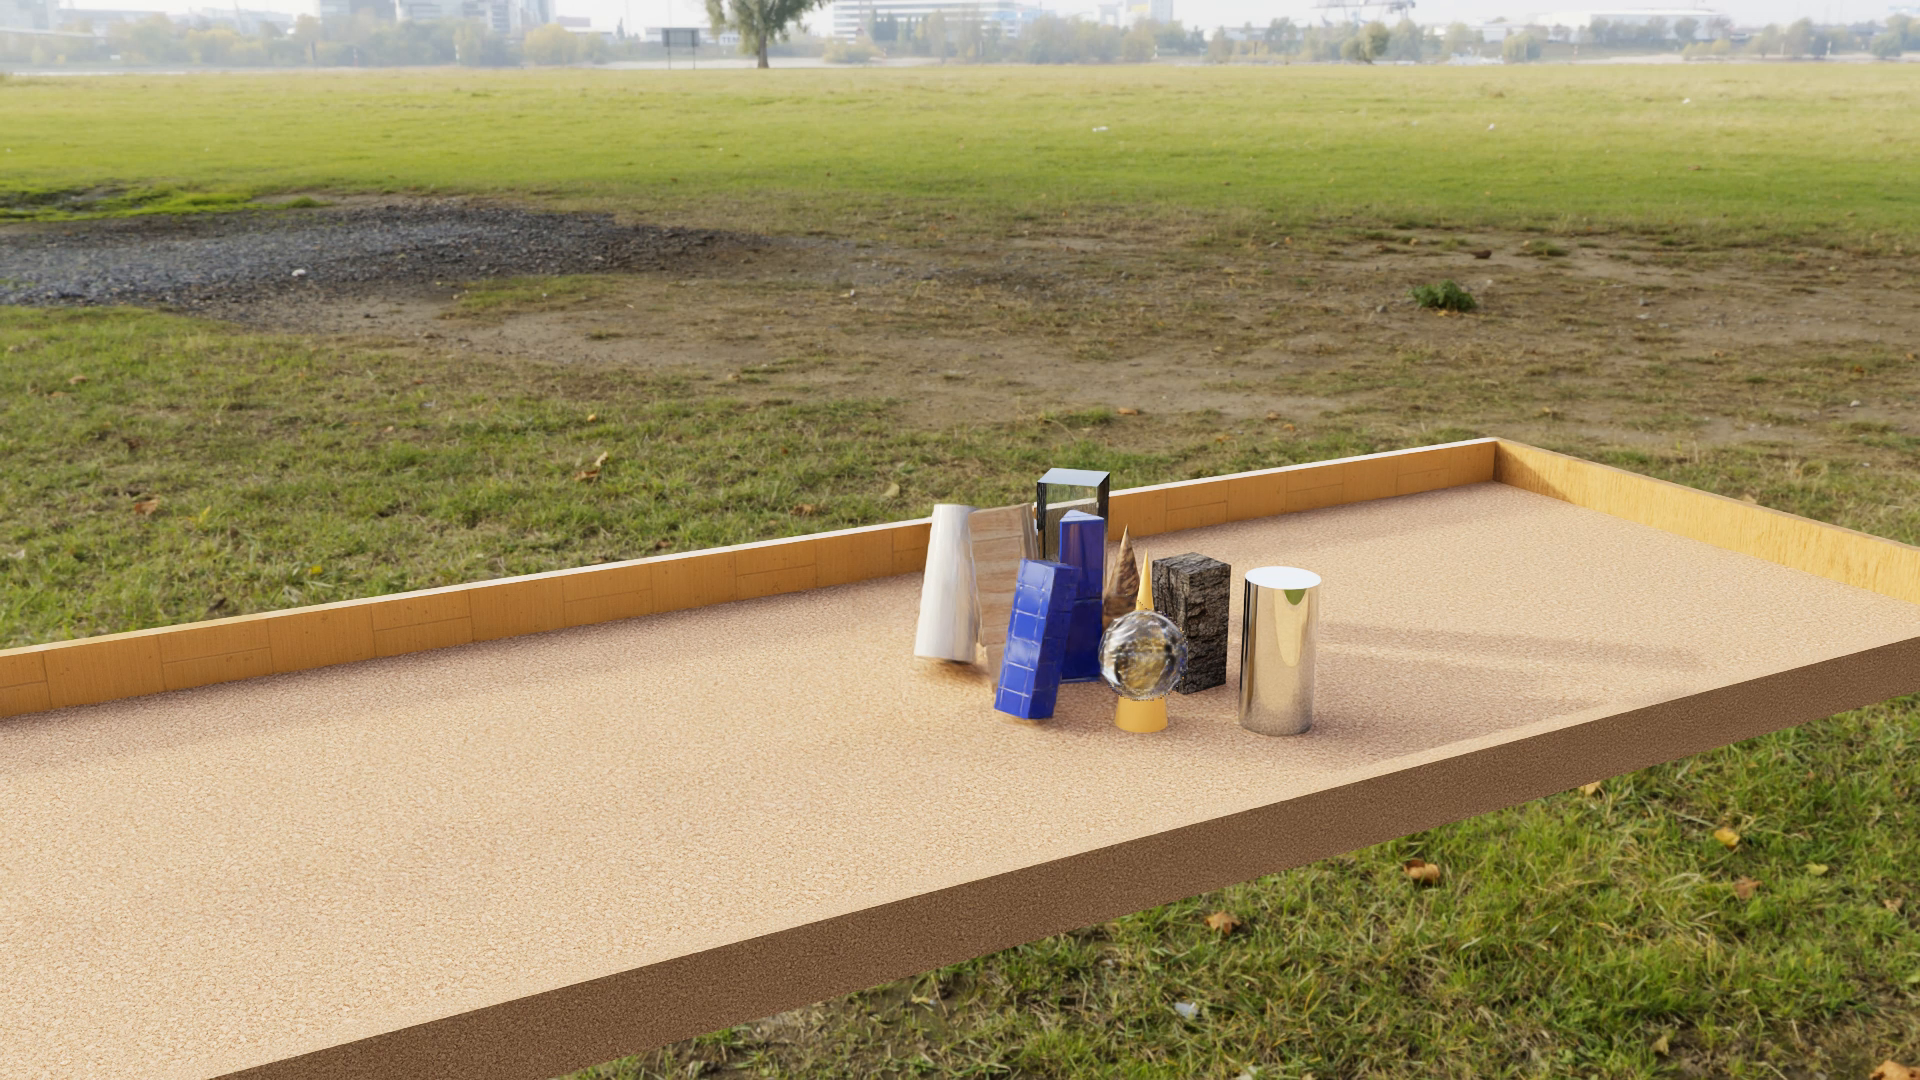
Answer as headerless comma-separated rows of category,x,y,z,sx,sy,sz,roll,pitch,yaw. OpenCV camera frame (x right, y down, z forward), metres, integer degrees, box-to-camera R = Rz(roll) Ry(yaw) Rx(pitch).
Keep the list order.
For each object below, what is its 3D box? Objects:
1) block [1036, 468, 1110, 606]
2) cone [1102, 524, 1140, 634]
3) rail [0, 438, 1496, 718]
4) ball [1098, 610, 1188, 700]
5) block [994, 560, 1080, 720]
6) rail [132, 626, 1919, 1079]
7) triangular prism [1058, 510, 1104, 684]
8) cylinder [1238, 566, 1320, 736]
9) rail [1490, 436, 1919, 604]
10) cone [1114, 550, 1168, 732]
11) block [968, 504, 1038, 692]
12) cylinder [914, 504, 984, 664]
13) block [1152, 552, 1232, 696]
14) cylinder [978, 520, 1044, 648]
block,0.314,0.016,4.598,0.167,0.395,0.167,5,17,16
cone,0.439,0.115,4.378,0.166,0.329,0.166,0,16,0
rail,-3.305,0.497,3.399,12.000,0.150,0.050,-9,18,-27
ball,0.398,0.251,3.602,0.193,0.193,0.193,0,16,0
block,0.182,0.234,3.893,0.101,0.360,0.101,14,6,38
rail,-2.336,1.006,1.665,12.000,0.150,0.050,-9,18,-27
triangular prism,0.288,0.141,4.126,0.110,0.423,0.096,-4,17,-12
cylinder,0.742,0.258,3.841,0.172,0.358,0.172,0,16,0
rail,2.466,-0.048,5.253,0.050,0.150,2.100,-9,18,-27
cone,0.427,0.224,3.831,0.125,0.429,0.125,0,16,0
block,0.127,0.141,4.038,0.130,0.440,0.130,-7,4,16
cylinder,-0.015,0.115,4.221,0.156,0.390,0.156,7,-8,1
block,0.570,0.206,4.102,0.137,0.312,0.137,-11,20,-33
cylinder,0.135,0.118,4.386,0.173,0.320,0.173,0,16,0
